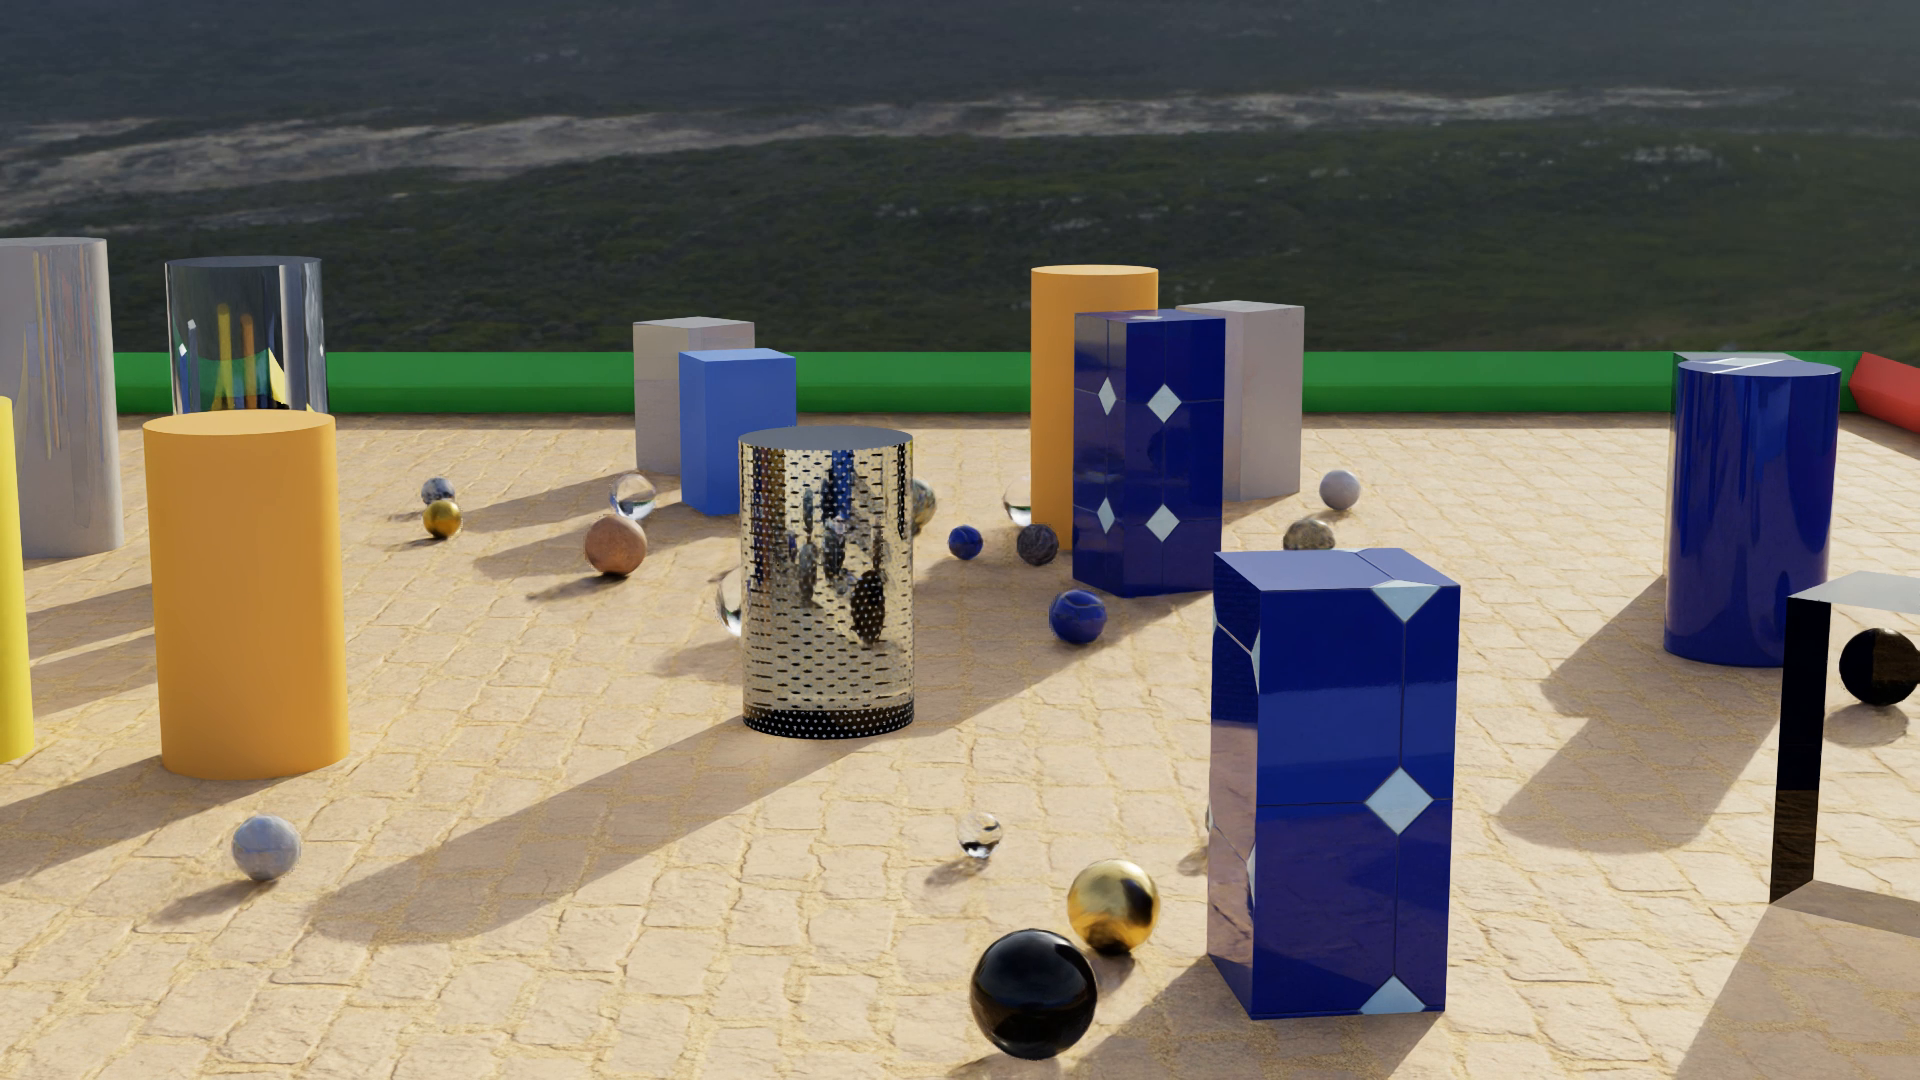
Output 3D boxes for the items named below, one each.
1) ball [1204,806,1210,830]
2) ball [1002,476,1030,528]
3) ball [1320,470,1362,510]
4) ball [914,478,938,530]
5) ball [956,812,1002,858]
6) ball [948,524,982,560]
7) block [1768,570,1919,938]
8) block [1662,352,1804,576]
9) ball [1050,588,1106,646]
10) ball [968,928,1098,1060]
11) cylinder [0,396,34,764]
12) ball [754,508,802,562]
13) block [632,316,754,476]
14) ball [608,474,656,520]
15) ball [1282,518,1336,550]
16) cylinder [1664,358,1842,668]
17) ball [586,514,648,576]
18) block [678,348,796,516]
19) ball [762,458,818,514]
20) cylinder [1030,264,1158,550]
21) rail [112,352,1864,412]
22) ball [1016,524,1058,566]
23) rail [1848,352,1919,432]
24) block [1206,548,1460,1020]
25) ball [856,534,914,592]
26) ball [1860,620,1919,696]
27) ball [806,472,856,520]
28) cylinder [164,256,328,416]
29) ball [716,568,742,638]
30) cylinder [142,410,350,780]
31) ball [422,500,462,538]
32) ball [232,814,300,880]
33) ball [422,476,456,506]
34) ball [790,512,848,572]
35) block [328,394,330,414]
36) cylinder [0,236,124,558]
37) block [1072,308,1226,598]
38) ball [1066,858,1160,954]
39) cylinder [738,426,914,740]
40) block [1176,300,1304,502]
[{"bbox_3d":[0.254,0.264,2.421,0.047,0.047,0.047,0,11,0],"label":"ball"},{"bbox_3d":[0.109,-0.061,4.074,0.082,0.082,0.082,0,11,0],"label":"ball"},{"bbox_3d":[0.626,-0.082,4.229,0.069,0.069,0.069,0,11,0],"label":"ball"},{"bbox_3d":[-0.077,-0.058,4.056,0.083,0.083,0.083,0,11,0],"label":"ball"},{"bbox_3d":[0.018,0.273,2.381,0.043,0.043,0.043,0,11,0],"label":"ball"},{"bbox_3d":[0.008,0.004,3.810,0.052,0.052,0.052,0,11,0],"label":"ball"},{"bbox_3d":[0.818,0.183,2.232,0.155,0.276,0.155,9,14,40],"label":"block"},{"bbox_3d":[1.088,-0.094,3.597,0.155,0.322,0.155,0,11,2],"label":"block"},{"bbox_3d":[0.150,0.098,3.252,0.071,0.071,0.071,0,11,0],"label":"ball"},{"bbox_3d":[0.054,0.336,1.900,0.096,0.096,0.096,0,11,0],"label":"ball"},{"bbox_3d":[-1.094,0.043,2.715,0.193,0.375,0.193,0,11,0],"label":"cylinder"},{"bbox_3d":[-0.264,-0.008,3.794,0.080,0.080,0.080,0,11,0],"label":"ball"},{"bbox_3d":[-0.480,-0.261,4.650,0.155,0.267,0.155,10,15,43],"label":"block"},{"bbox_3d":[-0.528,-0.069,4.135,0.076,0.076,0.076,0,11,0],"label":"ball"},{"bbox_3d":[0.508,0.006,3.734,0.075,0.075,0.075,0,11,0],"label":"ball"},{"bbox_3d":[0.983,-0.037,3.191,0.193,0.358,0.193,0,11,0],"label":"cylinder"},{"bbox_3d":[-0.494,0.008,3.686,0.088,0.088,0.088,0,11,0],"label":"ball"},{"bbox_3d":[-0.369,-0.182,4.260,0.155,0.253,0.155,-4,11,-21],"label":"block"},{"bbox_3d":[-0.276,-0.087,4.179,0.095,0.095,0.095,0,11,0],"label":"ball"},{"bbox_3d":[0.205,-0.206,3.940,0.193,0.417,0.193,0,11,0],"label":"cylinder"},{"bbox_3d":[-0.011,-0.330,5.400,3.847,0.126,0.045,0,11,0],"label":"rail"},{"bbox_3d":[0.114,0.007,3.767,0.062,0.062,0.062,0,11,0],"label":"ball"},{"bbox_3d":[1.900,0.030,3.460,0.045,0.126,4.015,0,11,0],"label":"rail"},{"bbox_3d":[0.291,0.188,2.033,0.155,0.338,0.155,-1,11,-7],"label":"block"},{"bbox_3d":[-0.106,0.032,3.579,0.081,0.081,0.081,0,11,0],"label":"ball"},{"bbox_3d":[1.095,0.137,2.987,0.089,0.089,0.089,0,11,0],"label":"ball"},{"bbox_3d":[-0.206,-0.070,4.124,0.081,0.081,0.081,0,11,0],"label":"ball"},{"bbox_3d":[-0.914,-0.121,3.318,0.193,0.477,0.193,0,11,0],"label":"cylinder"},{"bbox_3d":[-0.265,0.080,3.279,0.097,0.097,0.097,0,11,0],"label":"ball"},{"bbox_3d":[-0.750,0.053,2.704,0.193,0.359,0.193,0,11,0],"label":"cylinder"},{"bbox_3d":[-0.805,-0.033,3.987,0.060,0.060,0.060,0,11,0],"label":"ball"},{"bbox_3d":[-0.627,0.277,2.316,0.060,0.060,0.060,0,11,0],"label":"ball"},{"bbox_3d":[-0.861,-0.077,4.233,0.055,0.055,0.055,0,11,0],"label":"ball"},{"bbox_3d":[-0.204,0.003,3.721,0.087,0.087,0.087,0,11,0],"label":"ball"},{"bbox_3d":[-0.996,-0.079,3.693,0.155,0.258,0.155,0,11,-3],"label":"block"},{"bbox_3d":[-1.376,-0.218,3.874,0.193,0.464,0.193,0,11,0],"label":"cylinder"},{"bbox_3d":[0.264,-0.125,3.605,0.155,0.380,0.155,-5,12,-24],"label":"block"},{"bbox_3d":[0.127,0.303,2.126,0.078,0.078,0.078,0,11,0],"label":"ball"},{"bbox_3d":[-0.148,0.044,2.865,0.193,0.319,0.193,0,11,0],"label":"cylinder"},{"bbox_3d":[0.476,-0.240,4.390,0.155,0.320,0.155,-9,14,-41],"label":"block"}]
